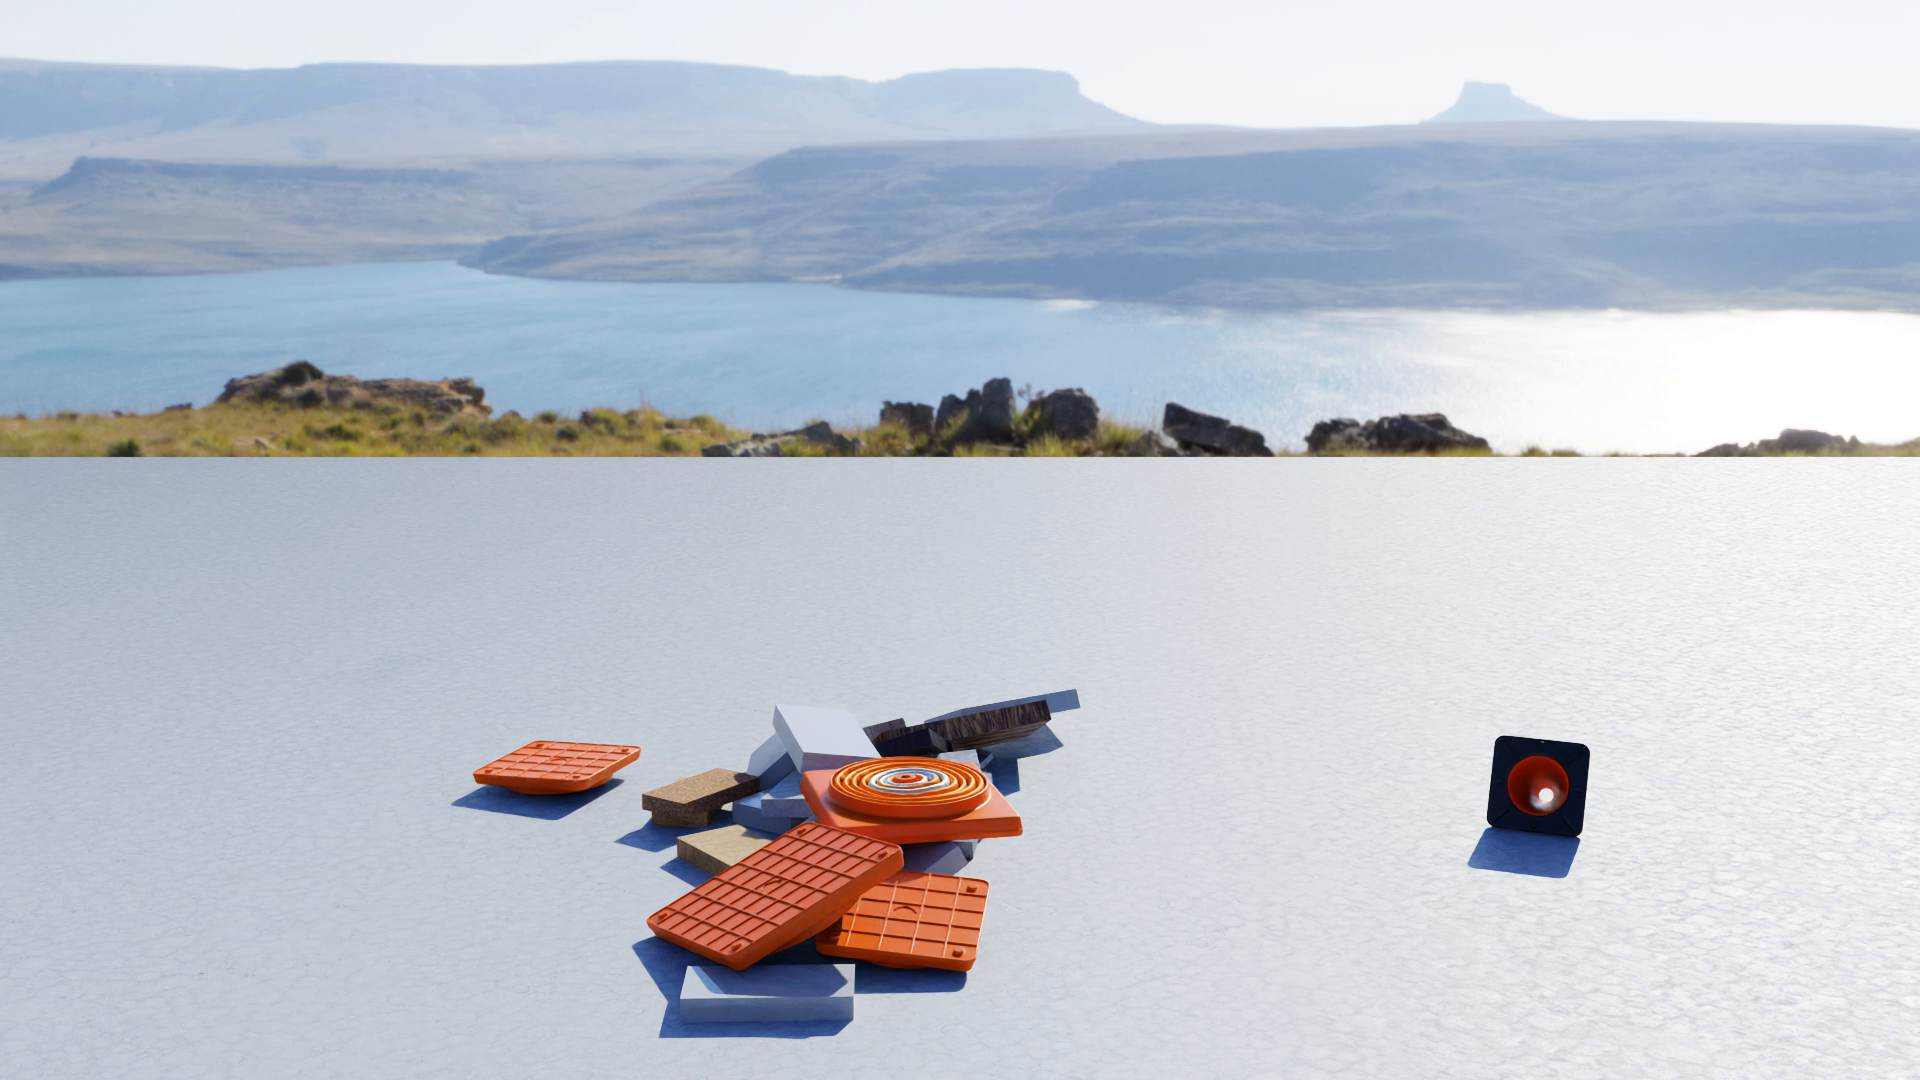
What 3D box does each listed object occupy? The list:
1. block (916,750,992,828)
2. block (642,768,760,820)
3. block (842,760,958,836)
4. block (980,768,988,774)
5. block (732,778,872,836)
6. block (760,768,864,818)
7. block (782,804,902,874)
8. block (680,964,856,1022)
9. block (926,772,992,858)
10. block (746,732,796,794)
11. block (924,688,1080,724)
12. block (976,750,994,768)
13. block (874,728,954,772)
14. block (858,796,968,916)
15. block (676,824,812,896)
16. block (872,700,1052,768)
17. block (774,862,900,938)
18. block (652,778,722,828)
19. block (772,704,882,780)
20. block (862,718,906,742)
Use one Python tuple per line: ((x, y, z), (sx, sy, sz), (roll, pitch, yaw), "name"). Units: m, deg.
((-0.012, 0.465, 4.085), (0.114, 0.032, 0.229), (-6, 24, -5), "block")
((-0.479, 0.469, 4.079), (0.104, 0.029, 0.208), (7, 13, 35), "block")
((-0.112, 0.488, 3.914), (0.140, 0.040, 0.281), (-32, 19, -8), "block")
((0.018, 0.452, 4.248), (0.053, 0.015, 0.106), (-2, 3, -13), "block")
((-0.278, 0.488, 4.112), (0.140, 0.040, 0.281), (8, 13, 35), "block")
((-0.268, 0.458, 4.028), (0.121, 0.034, 0.243), (-2, 9, 13), "block")
((-0.201, 0.507, 3.741), (0.104, 0.029, 0.208), (-34, 23, -29), "block")
((-0.278, 0.659, 3.202), (0.247, 0.035, 0.124), (0, 11, -2), "block")
((-0.016, 0.491, 3.950), (0.114, 0.032, 0.229), (1, 26, 10), "block")
((-0.357, 0.423, 4.272), (0.121, 0.034, 0.243), (-41, 9, 6), "block")
((0.089, 0.366, 4.616), (0.296, 0.042, 0.148), (-7, -9, -34), "block")
((0.027, 0.443, 4.418), (0.053, 0.015, 0.106), (3, 11, 16), "block")
((-0.088, 0.408, 4.227), (0.114, 0.032, 0.229), (-18, -15, 7), "block")
((-0.111, 0.527, 3.702), (0.140, 0.040, 0.281), (-35, 24, -16), "block")
((-0.373, 0.550, 3.791), (0.124, 0.035, 0.248), (-8, 13, -35), "block")
((-0.008, 0.389, 4.385), (0.356, 0.042, 0.148), (-9, -16, -24), "block")
((-0.204, 0.585, 3.598), (0.124, 0.035, 0.247), (-5, 12, -24), "block")
((-0.500, 0.490, 4.124), (0.104, 0.029, 0.208), (1, 11, 7), "block")
((-0.254, 0.380, 4.160), (0.148, 0.042, 0.296), (6, 11, -16), "block")
((-0.231, 0.412, 4.375), (0.243, 0.034, 0.122), (-10, -16, -44), "block")
